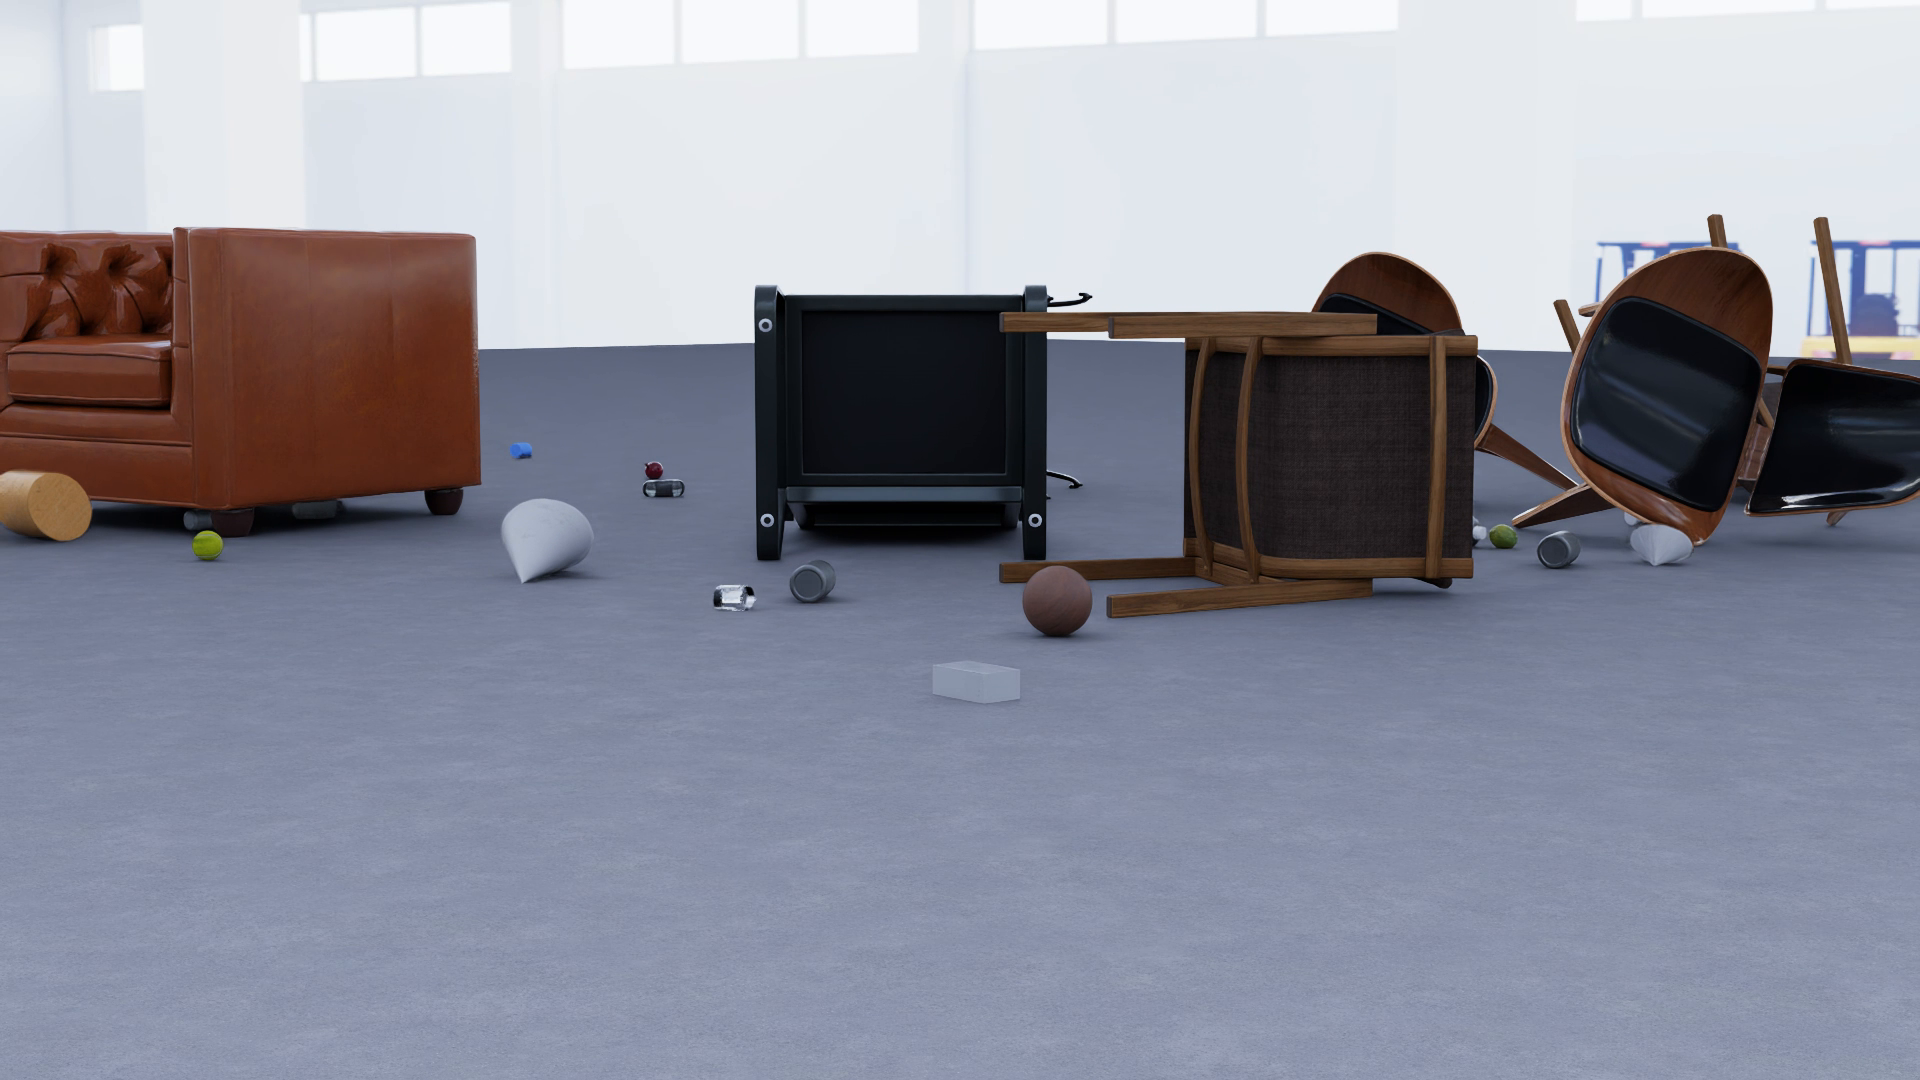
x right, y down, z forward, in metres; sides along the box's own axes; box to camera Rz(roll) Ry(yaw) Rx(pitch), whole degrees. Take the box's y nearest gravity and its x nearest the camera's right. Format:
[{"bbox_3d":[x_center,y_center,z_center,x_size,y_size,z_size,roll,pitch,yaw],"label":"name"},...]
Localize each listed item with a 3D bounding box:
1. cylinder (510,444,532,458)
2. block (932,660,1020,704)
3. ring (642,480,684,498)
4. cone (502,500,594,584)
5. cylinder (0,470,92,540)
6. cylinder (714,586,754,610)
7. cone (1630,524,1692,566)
[{"bbox_3d":[-1.594,-0.324,9.311,0.062,0.050,0.053,18,15,33],"label":"cylinder"},{"bbox_3d":[0.025,0.222,4.027,0.074,0.047,0.124,-5,8,-40],"label":"block"},{"bbox_3d":[-0.887,-0.154,7.675,0.127,0.050,0.080,-2,5,-9],"label":"ring"},{"bbox_3d":[-0.929,0.041,5.603,0.211,0.180,0.223,-7,27,10],"label":"cone"},{"bbox_3d":[-2.300,-0.088,6.428,0.180,0.185,0.152,5,49,42],"label":"cylinder"},{"bbox_3d":[-0.447,0.114,5.071,0.056,0.047,0.091,1,5,13],"label":"cylinder"},{"bbox_3d":[1.592,0.034,5.857,0.140,0.119,0.076,7,47,24],"label":"cone"}]
